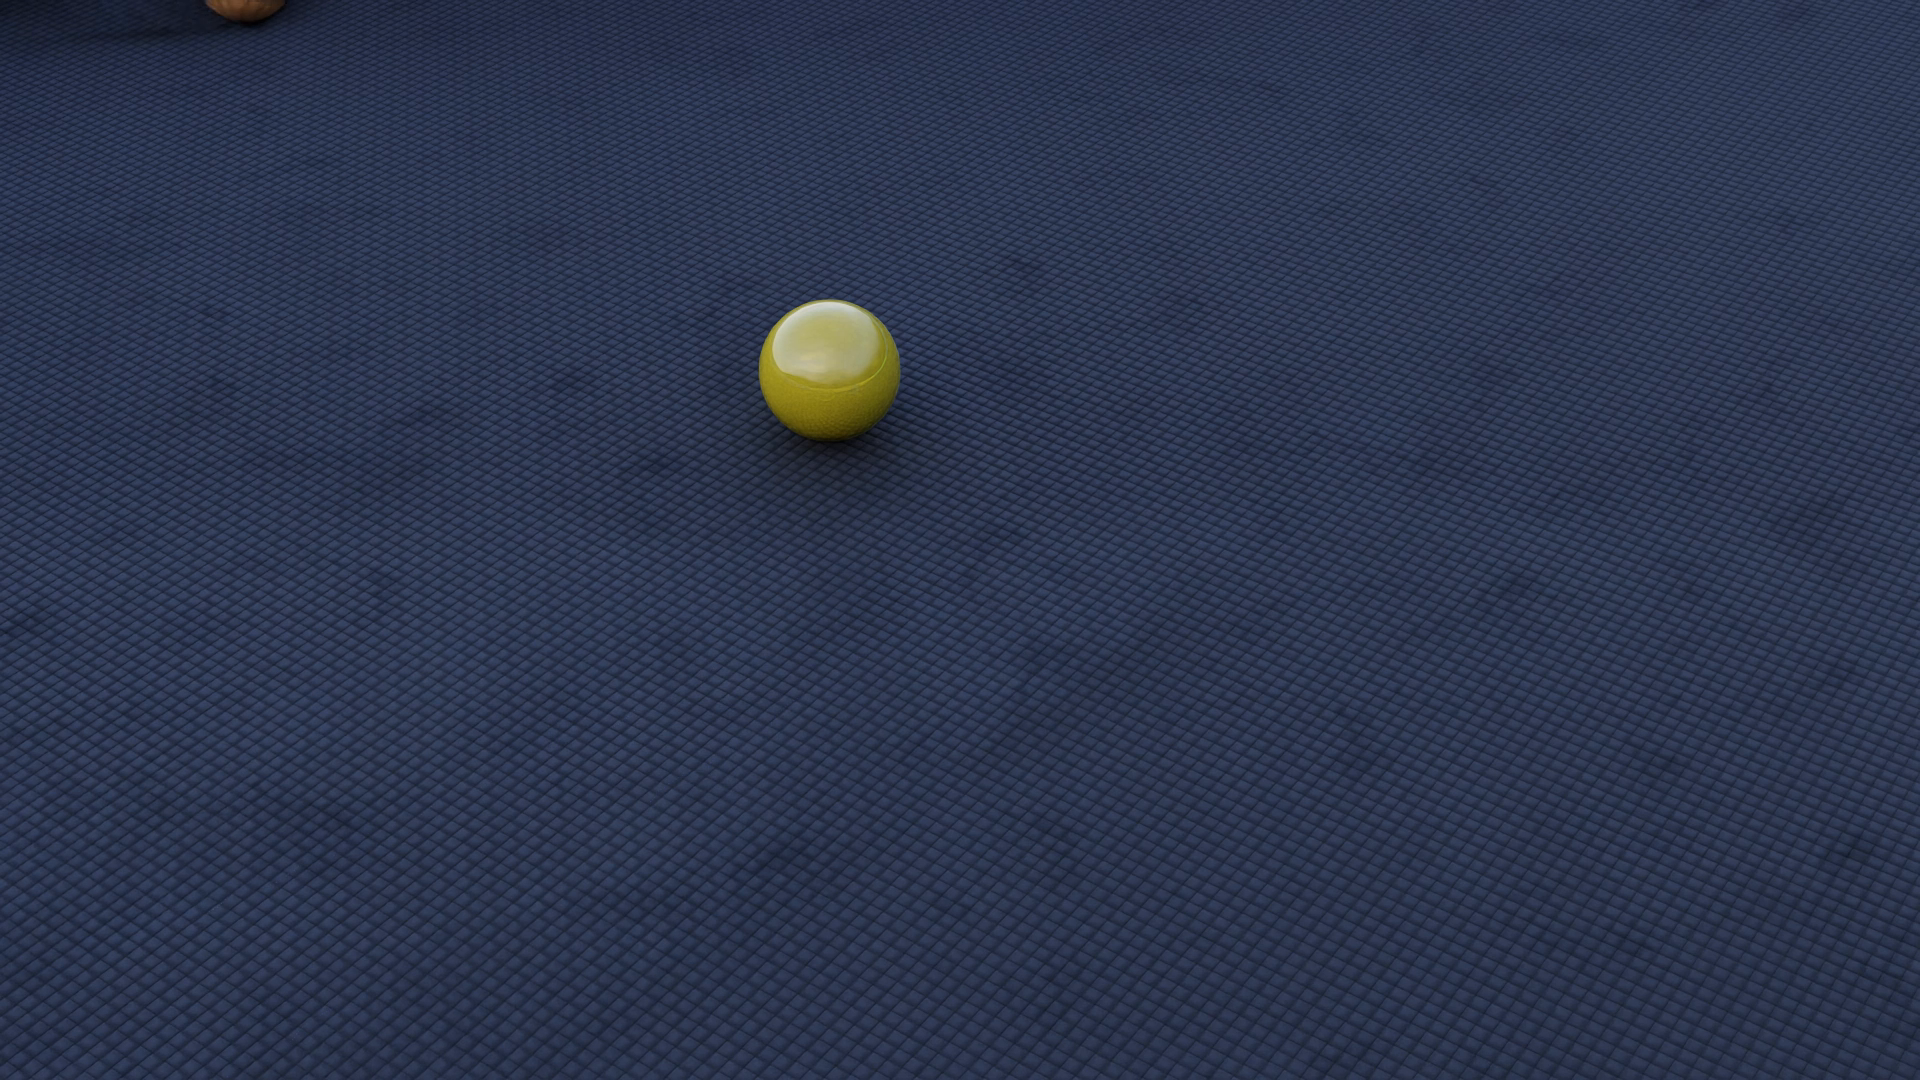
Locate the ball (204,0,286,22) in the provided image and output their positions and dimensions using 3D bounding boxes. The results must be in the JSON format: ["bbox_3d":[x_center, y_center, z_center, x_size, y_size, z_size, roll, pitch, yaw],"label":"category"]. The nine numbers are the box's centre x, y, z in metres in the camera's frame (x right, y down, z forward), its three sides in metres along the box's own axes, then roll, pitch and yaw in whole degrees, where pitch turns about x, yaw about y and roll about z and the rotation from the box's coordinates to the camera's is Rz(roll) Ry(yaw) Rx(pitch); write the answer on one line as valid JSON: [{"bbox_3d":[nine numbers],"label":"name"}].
[{"bbox_3d":[-0.602,-0.477,2.156,0.082,0.082,0.082,0,36,0],"label":"ball"}]

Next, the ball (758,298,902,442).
[{"bbox_3d":[-0.084,-0.109,1.648,0.092,0.092,0.092,0,36,0],"label":"ball"}]
